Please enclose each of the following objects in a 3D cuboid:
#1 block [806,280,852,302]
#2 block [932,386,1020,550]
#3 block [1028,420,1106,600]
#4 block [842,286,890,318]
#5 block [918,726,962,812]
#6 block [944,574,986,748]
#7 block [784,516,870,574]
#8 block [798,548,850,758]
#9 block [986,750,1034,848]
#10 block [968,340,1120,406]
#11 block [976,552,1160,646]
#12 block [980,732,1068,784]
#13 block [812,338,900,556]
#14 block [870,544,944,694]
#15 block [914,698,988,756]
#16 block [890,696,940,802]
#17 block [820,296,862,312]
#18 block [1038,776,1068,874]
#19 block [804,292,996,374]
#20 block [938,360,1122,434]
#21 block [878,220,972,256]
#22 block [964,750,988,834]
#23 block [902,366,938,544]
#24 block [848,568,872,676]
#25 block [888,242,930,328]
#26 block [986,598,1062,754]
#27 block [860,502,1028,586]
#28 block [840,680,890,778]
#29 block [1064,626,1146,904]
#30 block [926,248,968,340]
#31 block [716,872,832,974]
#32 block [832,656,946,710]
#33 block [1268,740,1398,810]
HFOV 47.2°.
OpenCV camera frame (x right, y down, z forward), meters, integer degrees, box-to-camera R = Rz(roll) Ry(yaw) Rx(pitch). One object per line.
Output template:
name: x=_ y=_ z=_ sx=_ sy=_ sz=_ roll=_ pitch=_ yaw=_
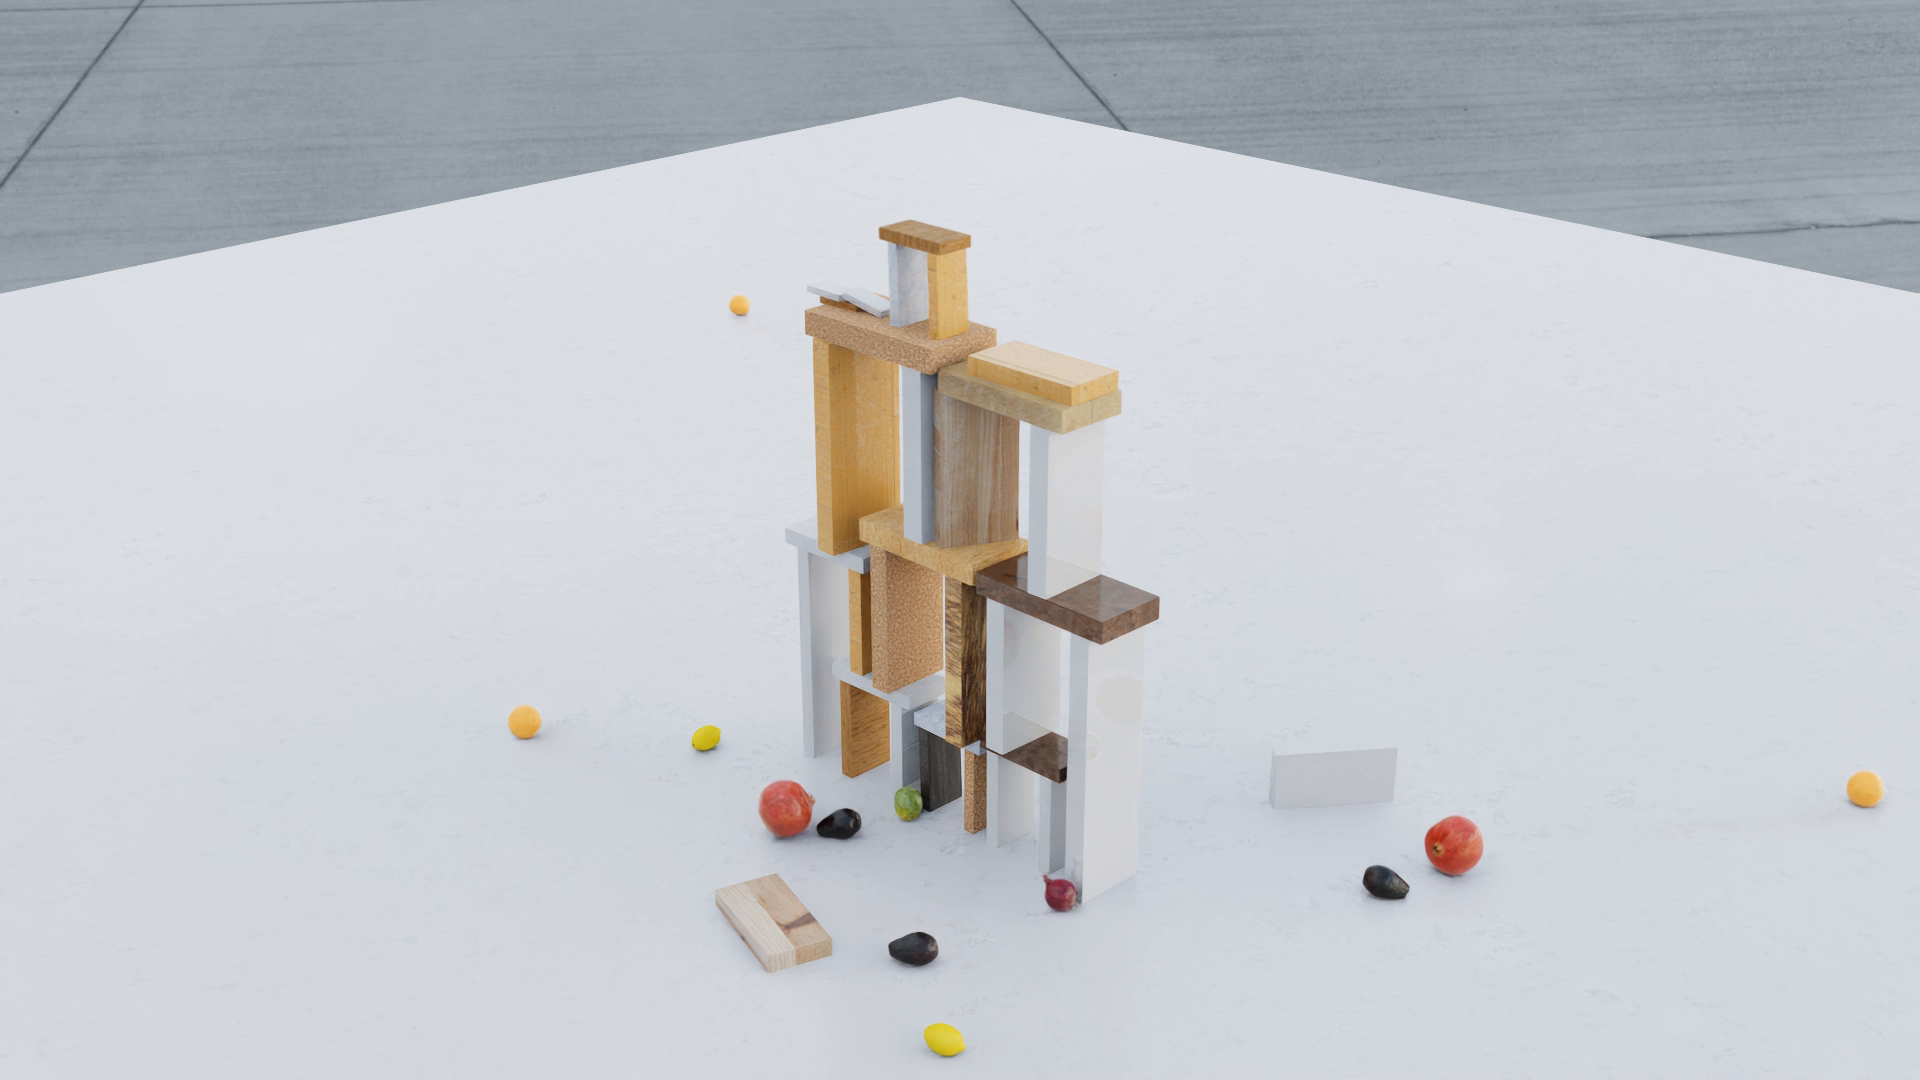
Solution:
block: x=-0.248 y=-0.484 z=4.273 sx=0.049 sy=0.014 sz=0.097 roll=-21 pitch=31 yaw=-40
block: x=0.031 y=-0.144 z=4.140 sx=0.156 sy=0.311 sz=0.044 roll=-7 pitch=24 yaw=-16
block: x=0.193 y=-0.069 z=3.983 sx=0.044 sy=0.325 sz=0.156 roll=20 pitch=30 yaw=39
block: x=-0.172 y=-0.456 z=4.215 sx=0.097 sy=0.014 sz=0.049 roll=30 pitch=36 yaw=28
block: x=-0.040 y=0.450 z=4.463 sx=0.092 sy=0.184 sz=0.026 roll=-21 pitch=29 yaw=-40
block: x=0.043 y=0.214 z=4.265 sx=0.157 sy=0.355 sz=0.044 roll=-21 pitch=31 yaw=-40
block: x=-0.234 y=0.005 z=4.468 sx=0.233 sy=0.033 sz=0.117 roll=21 pitch=31 yaw=40
block: x=-0.280 y=0.220 z=4.623 sx=0.033 sy=0.484 sz=0.117 roll=21 pitch=31 yaw=41
block: x=0.100 y=0.493 z=4.332 sx=0.029 sy=0.208 sz=0.104 roll=21 pitch=31 yaw=41
block: x=0.148 y=-0.301 z=3.955 sx=0.252 sy=0.036 sz=0.126 roll=21 pitch=31 yaw=40
block: x=0.197 y=0.101 z=4.053 sx=0.157 sy=0.044 sz=0.314 roll=-21 pitch=31 yaw=-40
block: x=0.150 y=0.403 z=4.241 sx=0.208 sy=0.029 sz=0.104 roll=21 pitch=31 yaw=40
block: x=-0.202 y=-0.200 z=4.345 sx=0.174 sy=0.440 sz=0.049 roll=-19 pitch=29 yaw=-37
block: x=-0.105 y=0.136 z=4.397 sx=0.044 sy=0.314 sz=0.157 roll=21 pitch=31 yaw=40
block: x=0.005 y=0.371 z=4.381 sx=0.092 sy=0.026 sz=0.184 roll=-21 pitch=31 yaw=-40
block: x=-0.091 y=0.416 z=4.499 sx=0.031 sy=0.220 sz=0.110 roll=20 pitch=30 yaw=39
block: x=-0.220 y=-0.462 z=4.257 sx=0.097 sy=0.014 sz=0.049 roll=19 pitch=29 yaw=37
block: x=0.198 y=0.532 z=4.242 sx=0.029 sy=0.208 sz=0.104 roll=21 pitch=31 yaw=40
block: x=-0.115 y=-0.396 z=4.182 sx=0.347 sy=0.049 sz=0.174 roll=21 pitch=31 yaw=41
block: x=0.124 y=-0.269 z=3.980 sx=0.156 sy=0.044 sz=0.311 roll=-21 pitch=31 yaw=-40
block: x=-0.065 y=-0.559 z=4.056 sx=0.081 sy=0.023 sz=0.162 roll=-21 pitch=31 yaw=-40
block: x=0.050 y=0.486 z=4.381 sx=0.092 sy=0.184 sz=0.026 roll=-21 pitch=31 yaw=-41
block: x=-0.028 y=-0.182 z=4.184 sx=0.174 sy=0.347 sz=0.049 roll=-21 pitch=31 yaw=-40
block: x=-0.173 y=0.148 z=4.472 sx=0.033 sy=0.233 sz=0.117 roll=19 pitch=29 yaw=37
block: x=-0.097 y=-0.488 z=4.127 sx=0.023 sy=0.162 sz=0.081 roll=18 pitch=29 yaw=40
block: x=0.122 y=0.237 z=4.192 sx=0.157 sy=0.314 sz=0.044 roll=-21 pitch=31 yaw=-40
block: x=-0.031 y=0.001 z=4.256 sx=0.157 sy=0.044 sz=0.314 roll=-21 pitch=31 yaw=-40
block: x=-0.197 y=0.377 z=4.591 sx=0.031 sy=0.220 sz=0.110 roll=21 pitch=31 yaw=40
block: x=0.270 y=0.405 z=4.100 sx=0.044 sy=0.551 sz=0.157 roll=21 pitch=31 yaw=41
block: x=-0.022 y=-0.457 z=4.054 sx=0.023 sy=0.162 sz=0.081 roll=17 pitch=28 yaw=40
block: x=-0.345 y=0.704 z=4.056 sx=0.126 sy=0.036 sz=0.252 roll=-11 pitch=26 yaw=-25
block: x=-0.144 y=0.281 z=4.496 sx=0.220 sy=0.031 sz=0.110 roll=20 pitch=30 yaw=39
block: x=0.759 y=0.477 z=4.475 sx=0.252 sy=0.126 sz=0.036 roll=-3 pitch=23 yaw=-7
